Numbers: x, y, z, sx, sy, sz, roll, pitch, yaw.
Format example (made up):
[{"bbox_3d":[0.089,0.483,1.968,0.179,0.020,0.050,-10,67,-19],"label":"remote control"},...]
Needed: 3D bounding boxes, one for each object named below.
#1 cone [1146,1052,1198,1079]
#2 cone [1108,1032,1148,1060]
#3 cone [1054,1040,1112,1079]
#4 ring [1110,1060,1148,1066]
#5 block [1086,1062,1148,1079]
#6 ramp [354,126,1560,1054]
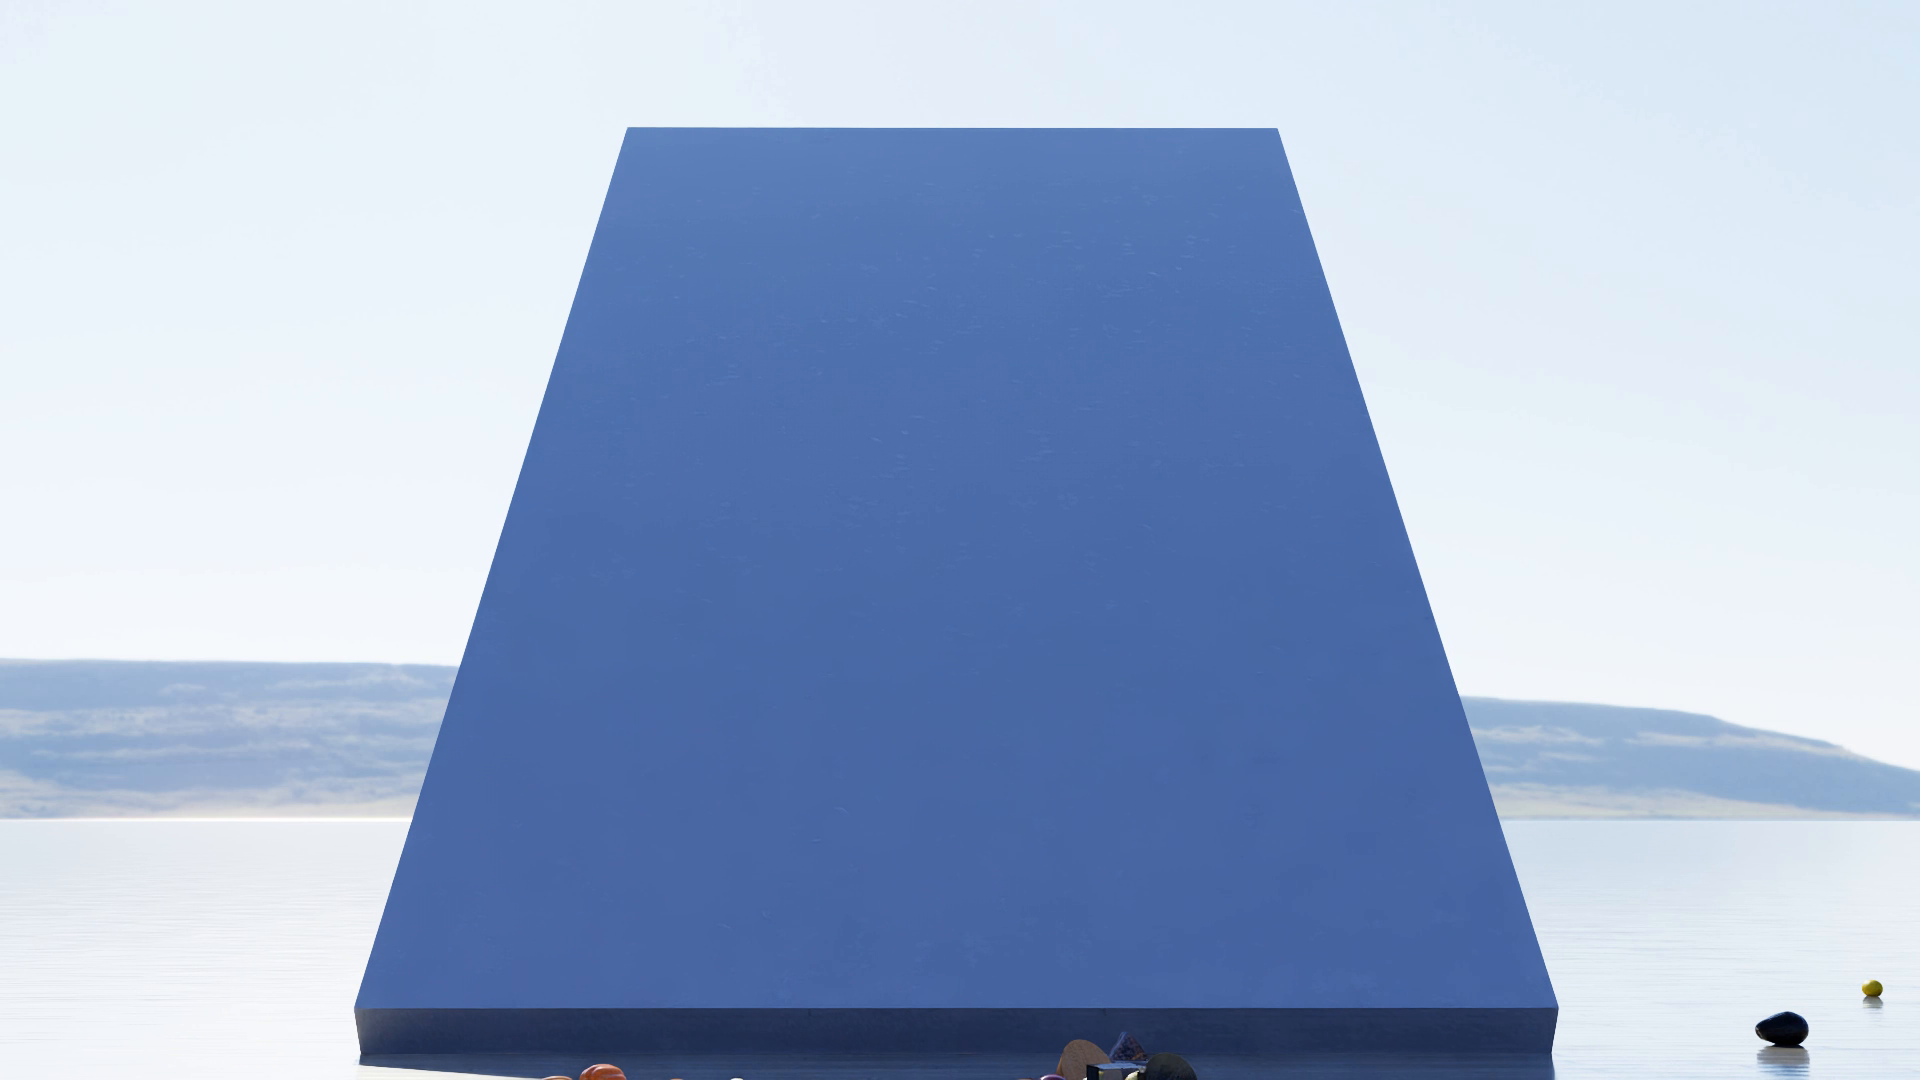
[{"bbox_3d":[0.273,0.761,3.344,0.082,0.082,0.082,3,-34,-24],"label":"cone"},{"bbox_3d":[0.222,0.781,3.544,0.092,0.092,0.092,-27,2,-18],"label":"cone"},{"bbox_3d":[0.150,0.761,3.381,0.098,0.098,0.098,6,-35,-41],"label":"cone"},{"bbox_3d":[0.250,0.768,3.453,0.141,0.047,0.141,2,-8,0],"label":"ring"},{"bbox_3d":[0.211,0.737,3.252,0.063,0.063,0.063,2,-7,-18],"label":"block"},{"bbox_3d":[-0.014,-0.203,5.769,2.000,0.100,4.000,0,31,0],"label":"ramp"}]
